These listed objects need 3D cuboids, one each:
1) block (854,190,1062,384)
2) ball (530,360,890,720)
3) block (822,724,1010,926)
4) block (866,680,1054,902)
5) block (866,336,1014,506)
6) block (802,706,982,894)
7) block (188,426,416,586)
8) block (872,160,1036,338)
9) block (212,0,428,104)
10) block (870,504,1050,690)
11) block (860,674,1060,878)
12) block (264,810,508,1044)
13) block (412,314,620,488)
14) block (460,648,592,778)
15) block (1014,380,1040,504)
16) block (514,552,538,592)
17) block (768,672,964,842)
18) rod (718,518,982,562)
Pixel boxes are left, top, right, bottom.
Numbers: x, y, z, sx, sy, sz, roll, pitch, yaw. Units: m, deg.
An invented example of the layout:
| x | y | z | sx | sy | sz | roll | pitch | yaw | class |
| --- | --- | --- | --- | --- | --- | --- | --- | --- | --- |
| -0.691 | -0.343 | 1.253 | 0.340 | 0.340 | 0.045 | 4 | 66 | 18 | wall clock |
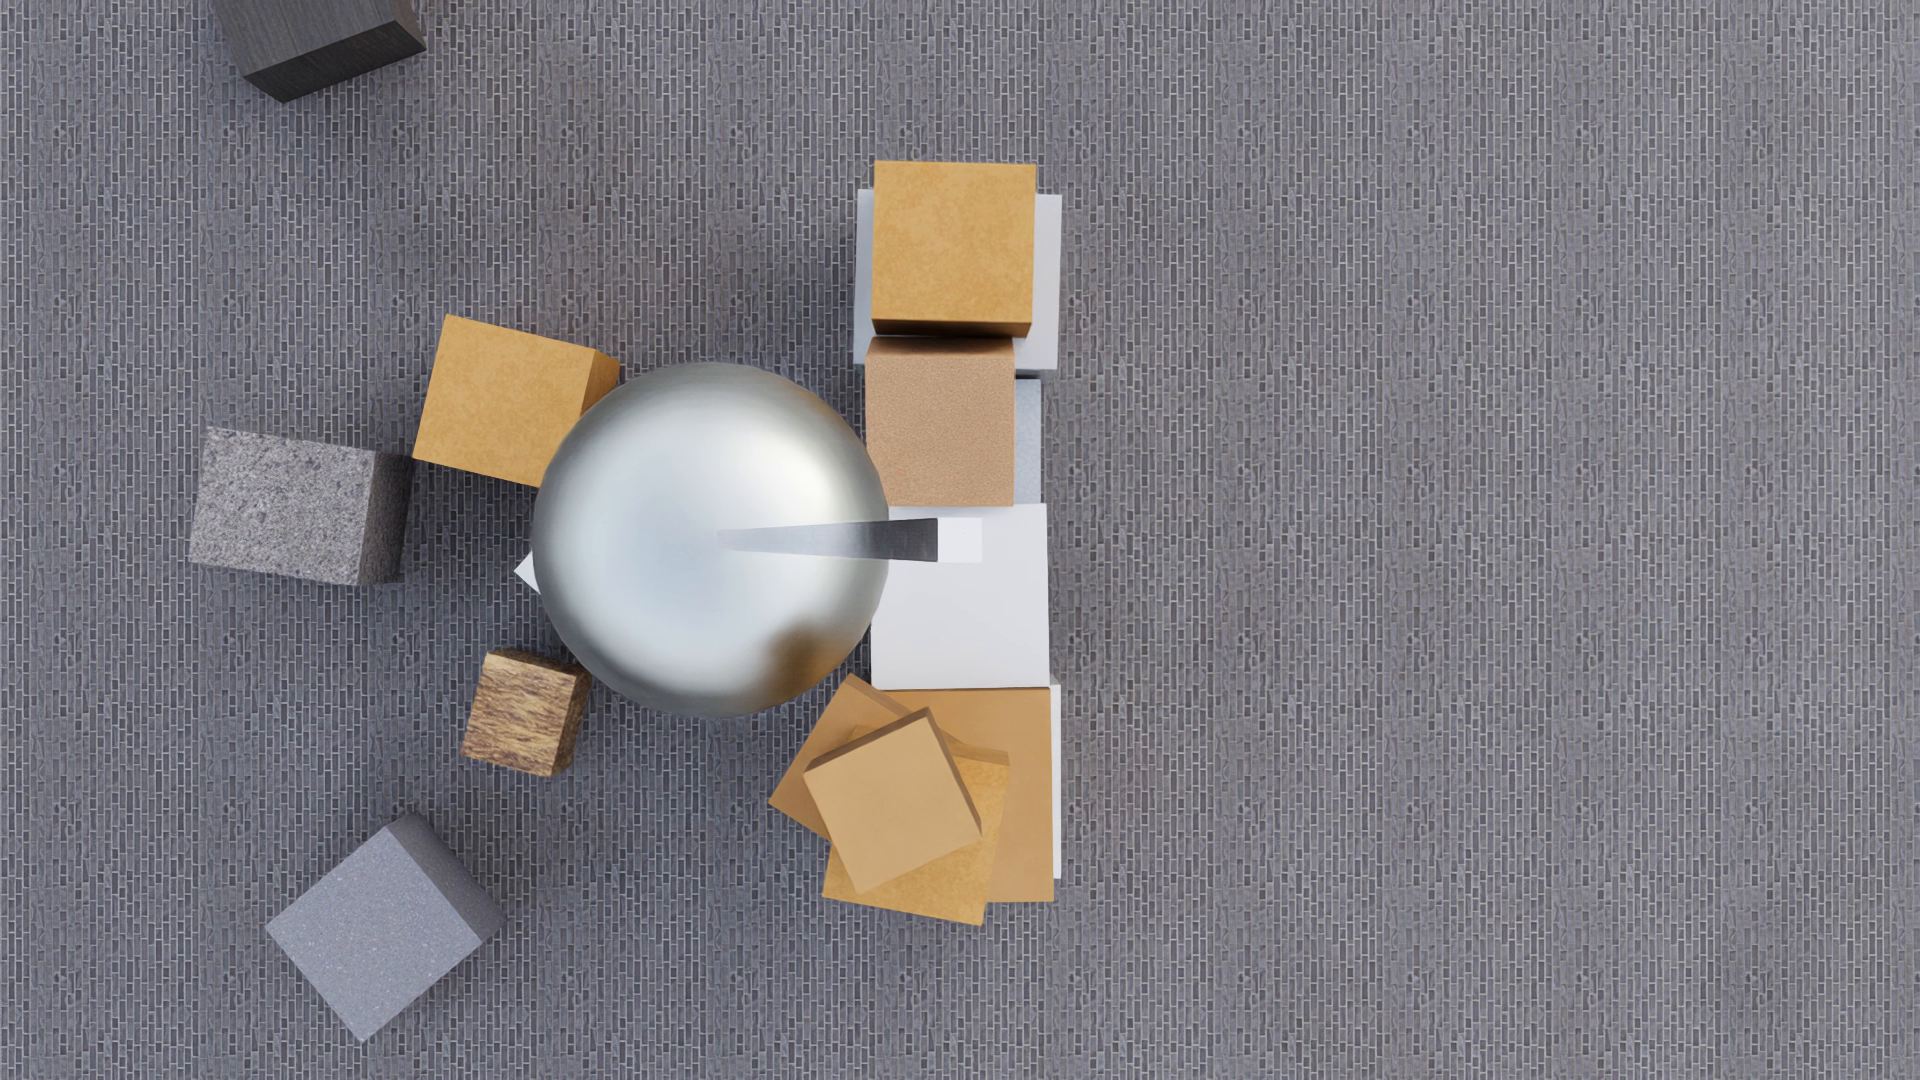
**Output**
| x | y | z | sx | sy | sz | roll | pitch | yaw | class |
| --- | --- | --- | --- | --- | --- | --- | --- | --- | --- |
| -0.013 | -1.405 | 12.427 | 1.100 | 1.146 | 0.941 | 2 | 90 | 0 | block |
| -1.105 | 0.000 | 9.836 | 1.600 | 1.600 | 1.600 | 0 | 90 | 0 | ball |
| -0.193 | 1.283 | 10.013 | 0.715 | 0.688 | 0.713 | 10 | 90 | 0 | block |
| -0.021 | 1.291 | 11.532 | 0.970 | 0.971 | 1.062 | -1 | 90 | 0 | block |
| -0.099 | -0.631 | 11.500 | 0.749 | 0.825 | 0.760 | 0 | 103 | 0 | block |
| -0.280 | 1.096 | 9.369 | 0.564 | 0.601 | 0.549 | -25 | 90 | 0 | block |
| -3.733 | -0.186 | 12.553 | 0.937 | 0.894 | 0.753 | 8 | 90 | 0 | block |
| -0.035 | -1.500 | 11.461 | 0.812 | 0.787 | 0.798 | 1 | 90 | 0 | block |
| -3.741 | -3.182 | 12.624 | 0.915 | 0.751 | 0.949 | -20 | 90 | 0 | block |
| -0.005 | 0.290 | 11.705 | 0.908 | 0.935 | 0.936 | -1 | 90 | 0 | block |
| -0.010 | 1.322 | 12.509 | 1.122 | 0.983 | 1.057 | 0 | 90 | 0 | block |
| -3.273 | 2.203 | 12.634 | 0.880 | 0.732 | 0.851 | -40 | 90 | 0 | block |
| -2.508 | -0.751 | 12.542 | 0.842 | 0.916 | 0.813 | 13 | 90 | 0 | block |
| -2.487 | 0.989 | 12.688 | 0.522 | 0.624 | 0.593 | 15 | 90 | 0 | block |
| 0.020 | -0.445 | 12.634 | 0.862 | 0.732 | 0.902 | 0 | 90 | 0 | block |
| -1.917 | 0.116 | 12.635 | 0.779 | 0.730 | 0.847 | 42 | 90 | 0 | block |
| -0.426 | 1.140 | 10.702 | 0.715 | 0.689 | 0.674 | 32 | 90 | 0 | block |
| -0.479 | 0.000 | 6.494 | 0.080 | 5.200 | 0.080 | 0 | 90 | -11 | rod |
